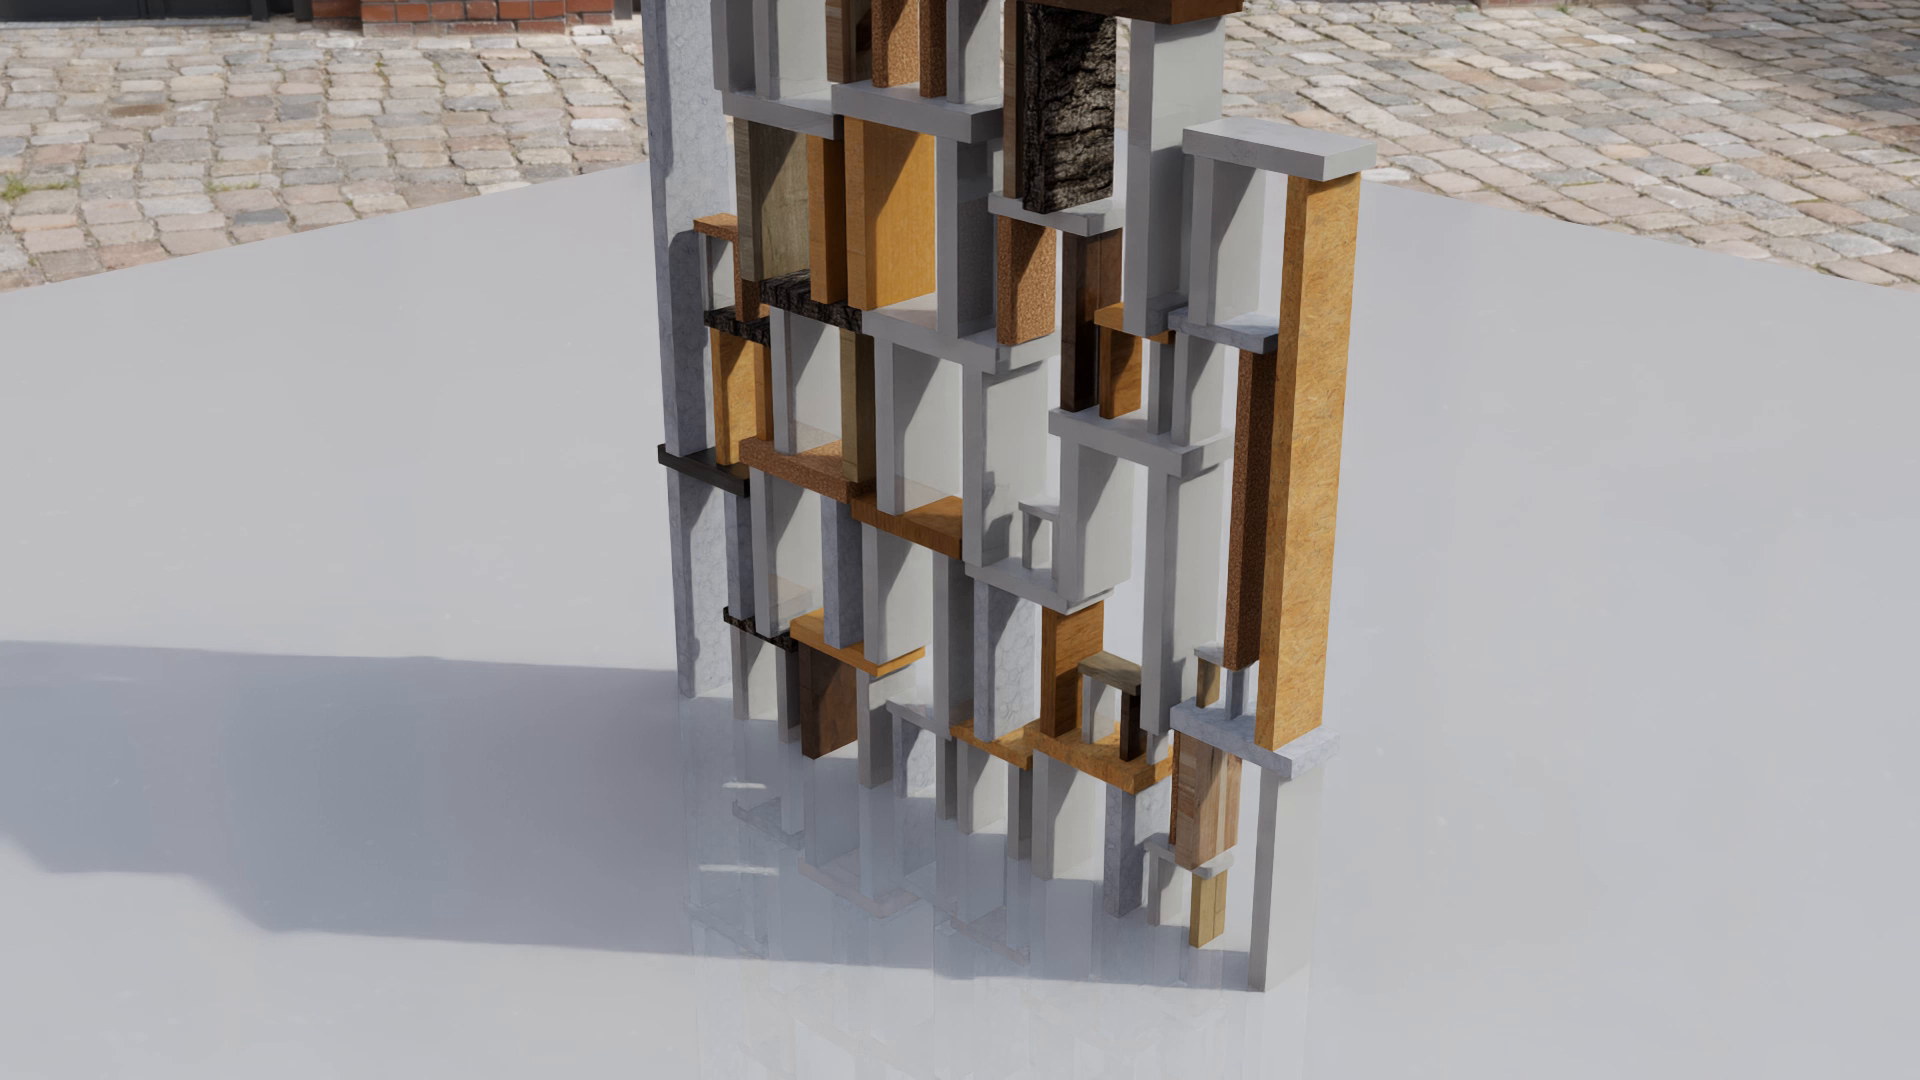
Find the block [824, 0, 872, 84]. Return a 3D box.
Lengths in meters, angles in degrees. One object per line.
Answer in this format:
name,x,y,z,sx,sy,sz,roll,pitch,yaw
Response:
block,-0.174,-0.995,3.994,0.043,0.307,0.153,21,31,41

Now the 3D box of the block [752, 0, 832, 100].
block,-0.318,-1.025,4.139,0.043,0.365,0.153,21,31,41

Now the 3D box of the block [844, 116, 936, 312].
block,-0.129,-0.622,4.096,0.179,0.358,0.051,-21,31,-41

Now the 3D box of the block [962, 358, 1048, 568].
block,0.083,-0.156,4.073,0.174,0.384,0.049,-21,31,-41

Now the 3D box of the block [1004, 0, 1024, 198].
block,0.121,-0.768,3.769,0.104,0.350,0.029,-21,31,-40

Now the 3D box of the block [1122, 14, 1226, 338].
block,0.348,-0.598,3.581,0.174,0.512,0.049,-21,31,-40

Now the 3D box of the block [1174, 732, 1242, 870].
block,0.446,0.445,3.930,0.133,0.266,0.038,-21,31,-41

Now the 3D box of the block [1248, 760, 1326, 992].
block,0.571,0.573,3.848,0.038,0.438,0.133,21,31,41

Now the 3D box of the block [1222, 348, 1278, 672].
block,0.493,-0.055,3.666,0.028,0.569,0.098,21,31,40

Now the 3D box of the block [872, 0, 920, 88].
block,-0.116,-0.913,3.958,0.092,0.184,0.026,-21,31,-41

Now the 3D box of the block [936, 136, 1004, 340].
block,0.040,-0.556,3.940,0.179,0.358,0.051,-21,31,-41

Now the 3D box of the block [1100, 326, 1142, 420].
block,0.278,-0.298,3.801,0.082,0.165,0.023,-21,31,-40

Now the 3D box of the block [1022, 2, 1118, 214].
block,0.185,-0.738,3.701,0.174,0.347,0.049,-21,31,-40

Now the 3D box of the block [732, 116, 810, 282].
block,-0.363,-0.682,4.323,0.160,0.320,0.045,-21,31,-41

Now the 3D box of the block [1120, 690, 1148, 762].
block,0.323,0.328,4.006,0.070,0.139,0.020,-21,31,-41

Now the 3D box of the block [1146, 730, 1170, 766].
block,0.359,0.360,3.993,0.046,0.092,0.013,-21,31,-41

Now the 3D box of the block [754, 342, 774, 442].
block,-0.370,-0.314,4.498,0.029,0.207,0.103,21,31,41

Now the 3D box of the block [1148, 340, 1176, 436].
block,0.356,-0.267,3.729,0.082,0.165,0.023,-21,31,-40

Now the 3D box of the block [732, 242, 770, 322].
block,-0.419,-0.530,4.457,0.081,0.163,0.023,-21,31,-41

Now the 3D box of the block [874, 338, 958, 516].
block,-0.081,-0.236,4.218,0.174,0.348,0.049,-21,31,-41

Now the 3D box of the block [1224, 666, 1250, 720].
block,0.480,0.260,3.807,0.048,0.095,0.014,-21,31,-41

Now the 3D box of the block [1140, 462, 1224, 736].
block,0.388,0.090,3.842,0.152,0.496,0.043,-21,31,-40

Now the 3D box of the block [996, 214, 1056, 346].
block,0.118,-0.472,3.901,0.117,0.233,0.033,-21,31,-41

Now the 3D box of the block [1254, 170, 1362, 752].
block,0.561,-0.119,3.568,0.039,0.979,0.137,21,31,41

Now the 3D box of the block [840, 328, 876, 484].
block,-0.160,-0.279,4.287,0.043,0.307,0.153,22,31,40

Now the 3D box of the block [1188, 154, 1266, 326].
block,0.431,-0.494,3.548,0.039,0.274,0.137,21,31,40

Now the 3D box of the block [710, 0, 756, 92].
block,-0.400,-1.038,4.215,0.165,0.330,0.047,-21,31,-40

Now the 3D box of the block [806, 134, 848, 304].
block,-0.212,-0.623,4.184,0.160,0.319,0.045,-21,31,-41

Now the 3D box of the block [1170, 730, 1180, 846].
block,0.403,0.442,3.980,0.046,0.233,0.013,-21,31,-41

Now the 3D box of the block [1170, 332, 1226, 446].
block,0.399,-0.263,3.677,0.098,0.196,0.028,-21,31,-40

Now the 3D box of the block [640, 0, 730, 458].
block,-0.554,-0.728,4.516,0.047,1.137,0.165,21,31,41

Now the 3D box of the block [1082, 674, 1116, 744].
block,0.257,0.302,4.067,0.070,0.139,0.020,-21,31,-41

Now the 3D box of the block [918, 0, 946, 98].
block,-0.030,-0.879,3.877,0.026,0.184,0.092,21,31,41

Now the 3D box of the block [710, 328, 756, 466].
block,-0.467,-0.311,4.607,0.103,0.298,0.029,-21,31,-41

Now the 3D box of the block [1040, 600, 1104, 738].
block,0.209,0.226,4.092,0.130,0.260,0.037,-21,31,-41

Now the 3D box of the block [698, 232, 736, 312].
block,-0.495,-0.560,4.528,0.081,0.163,0.023,-21,31,-41

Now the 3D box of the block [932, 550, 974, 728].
block,0.015,0.172,4.277,0.042,0.367,0.149,21,31,40

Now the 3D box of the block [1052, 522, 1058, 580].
block,0.193,0.013,4.024,0.016,0.112,0.056,21,31,41

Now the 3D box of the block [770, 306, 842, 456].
block,-0.305,-0.336,4.420,0.043,0.307,0.153,21,31,41

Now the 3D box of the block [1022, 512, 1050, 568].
block,0.140,-0.007,4.072,0.056,0.112,0.016,-21,31,-40

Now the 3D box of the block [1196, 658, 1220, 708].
block,0.435,0.243,3.849,0.014,0.095,0.048,21,31,41

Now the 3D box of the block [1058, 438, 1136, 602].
block,0.245,-0.055,3.937,0.152,0.304,0.043,-21,31,-41

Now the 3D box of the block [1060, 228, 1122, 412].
block,0.228,-0.389,3.817,0.117,0.319,0.033,-21,31,-40

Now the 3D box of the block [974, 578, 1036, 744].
block,0.086,0.213,4.220,0.130,0.336,0.037,-21,31,-41

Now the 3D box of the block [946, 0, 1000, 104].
block,0.024,-0.872,3.831,0.103,0.207,0.029,-21,31,-41
